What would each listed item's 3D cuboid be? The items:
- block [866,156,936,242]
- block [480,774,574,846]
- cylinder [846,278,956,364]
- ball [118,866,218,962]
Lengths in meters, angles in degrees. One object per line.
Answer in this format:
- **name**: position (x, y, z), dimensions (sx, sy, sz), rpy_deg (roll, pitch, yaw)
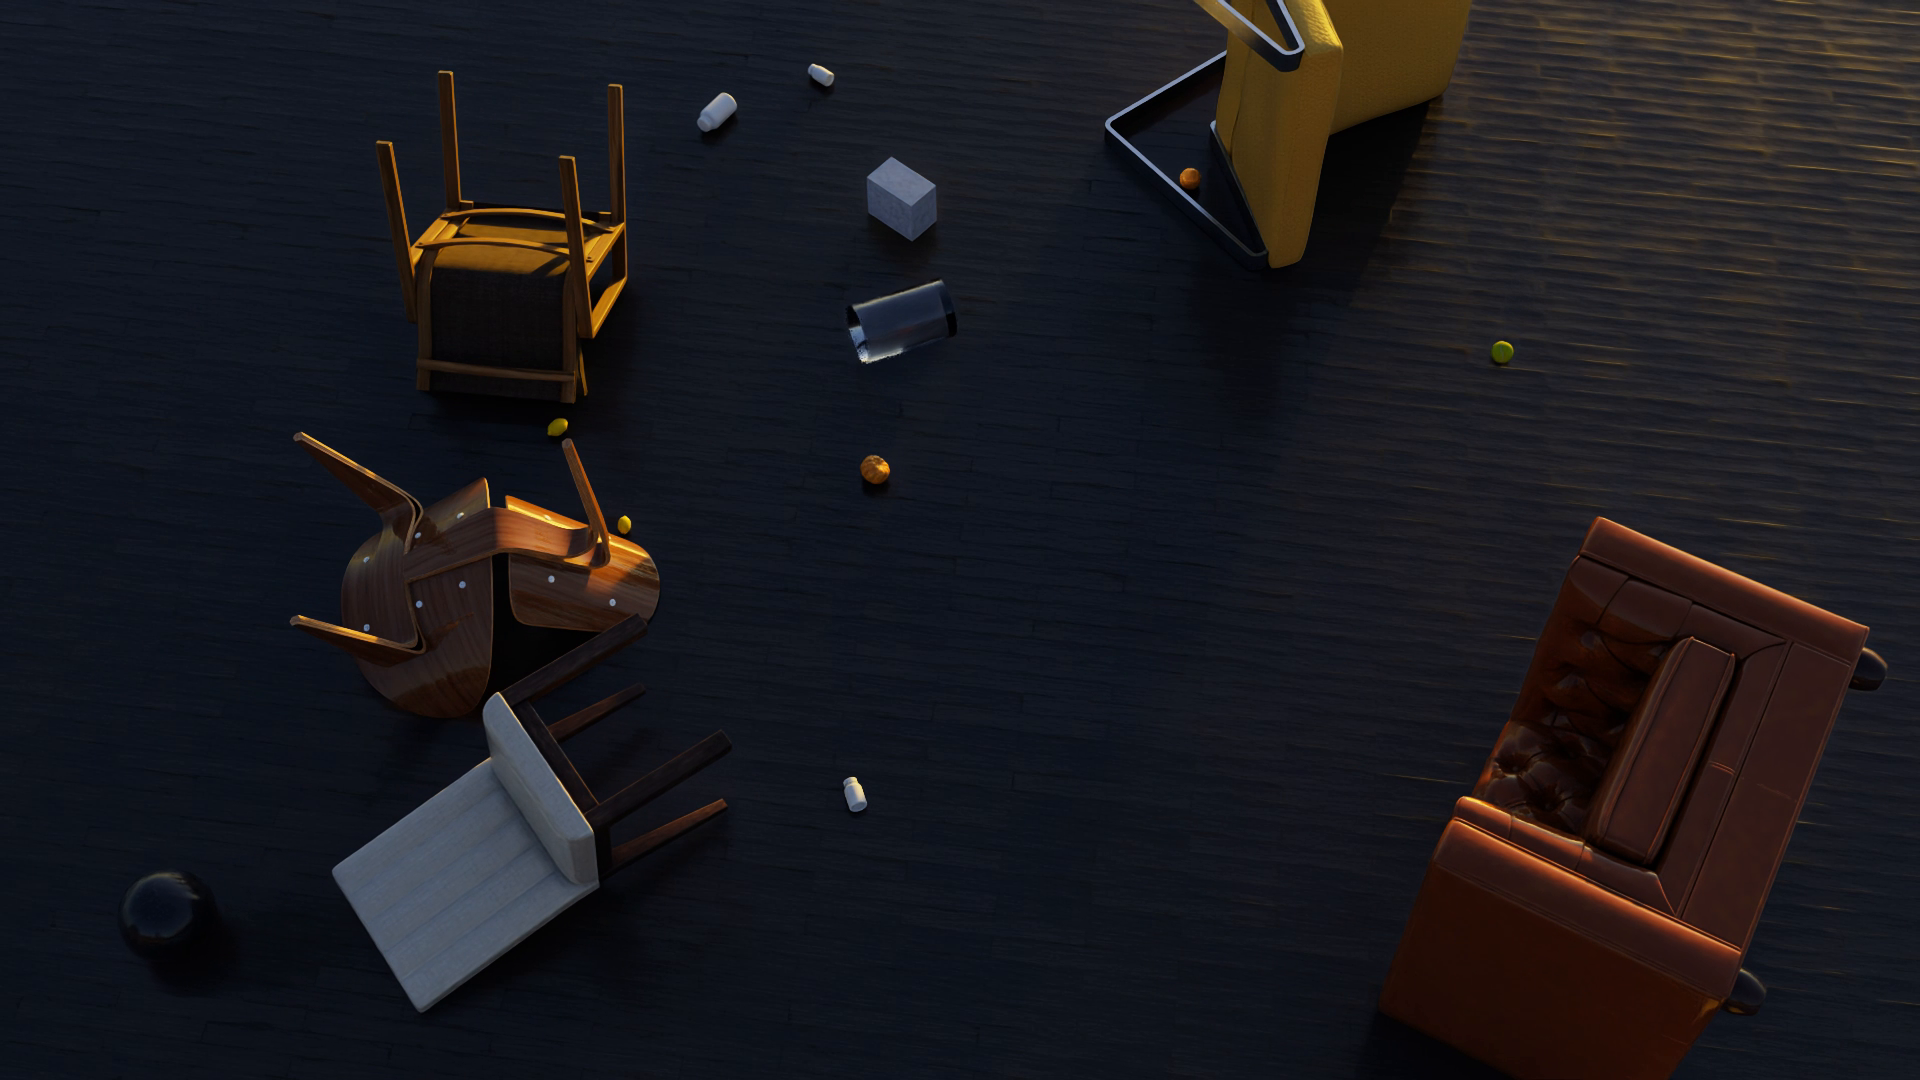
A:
- **block**: position (-0.191, -1.119, 7.223), dimensions (0.195, 0.170, 0.121), rpy_deg (36, 63, 21)
- **block**: position (-1.180, 0.736, 5.999), dimensions (0.218, 0.135, 0.143), rpy_deg (-1, 56, -1)
- **cylinder**: position (-0.183, -0.688, 6.911), dimensions (0.297, 0.210, 0.188), rpy_deg (-19, 78, -12)
- **ball**: position (-2.077, 0.982, 5.766), dimensions (0.248, 0.248, 0.248), rpy_deg (0, 56, 0)
